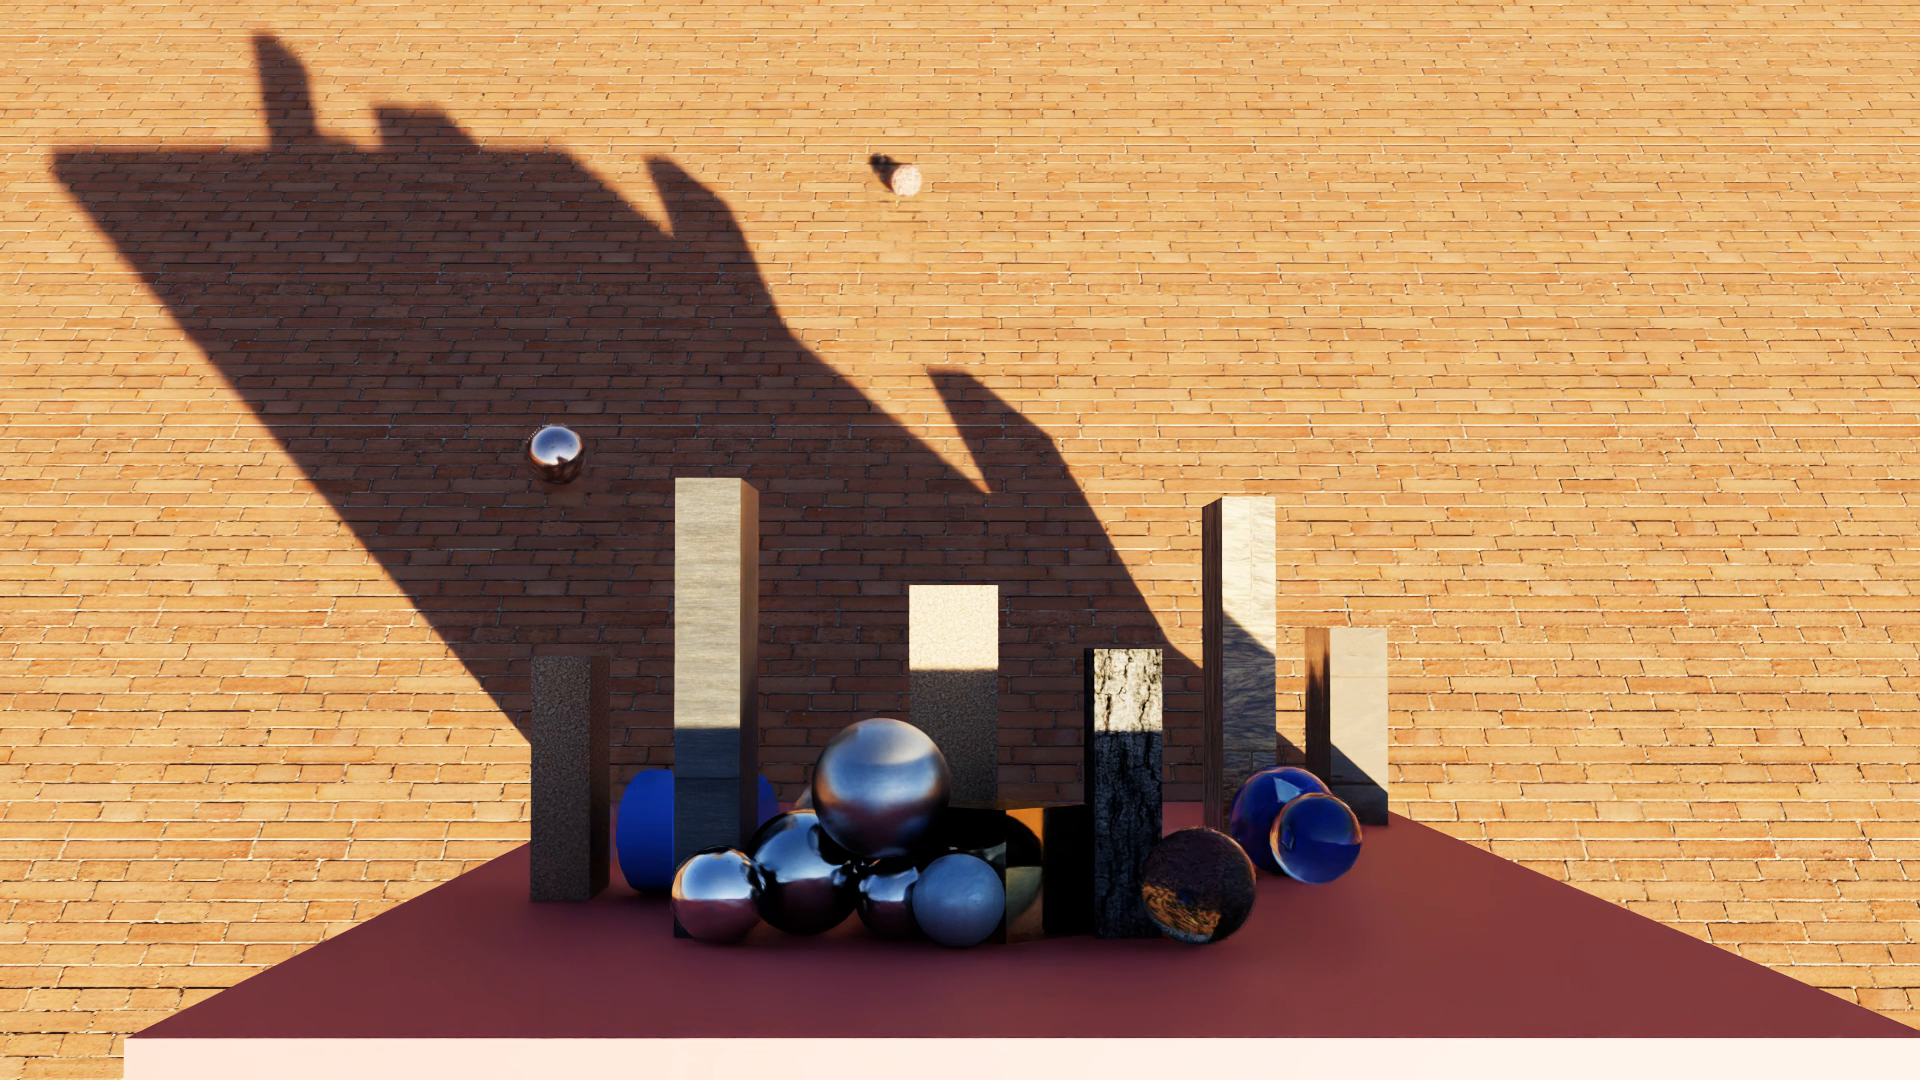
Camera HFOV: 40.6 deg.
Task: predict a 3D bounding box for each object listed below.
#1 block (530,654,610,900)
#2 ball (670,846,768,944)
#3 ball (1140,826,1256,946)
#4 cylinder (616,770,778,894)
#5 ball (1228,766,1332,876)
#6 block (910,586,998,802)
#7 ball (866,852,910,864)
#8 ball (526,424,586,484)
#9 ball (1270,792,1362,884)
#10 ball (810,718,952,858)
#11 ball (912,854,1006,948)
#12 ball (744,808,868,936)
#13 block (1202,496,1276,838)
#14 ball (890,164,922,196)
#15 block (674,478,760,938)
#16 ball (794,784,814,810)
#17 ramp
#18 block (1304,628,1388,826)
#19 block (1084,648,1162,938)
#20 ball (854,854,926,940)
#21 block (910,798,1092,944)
[{"bbox_3d":[-0.669,0.403,4.470,0.099,0.408,0.245,0,-2,0],"label":"block"},{"bbox_3d":[-0.346,0.511,3.741,0.139,0.139,0.139,0,36,0],"label":"ball"},{"bbox_3d":[0.341,0.496,3.730,0.168,0.168,0.168,0,36,0],"label":"ball"},{"bbox_3d":[-0.447,0.502,4.457,0.208,0.208,0.208,-1,34,21],"label":"cylinder"},{"bbox_3d":[0.597,0.518,4.799,0.201,0.201,0.201,0,36,0],"label":"ball"},{"bbox_3d":[-0.010,0.339,4.286,0.138,0.521,0.423,0,-2,0],"label":"block"},{"bbox_3d":[-0.091,0.494,3.977,0.186,0.186,0.186,0,36,0],"label":"ball"},{"bbox_3d":[-1.269,-0.268,8.177,0.187,0.187,0.187,0,36,0],"label":"ball"},{"bbox_3d":[0.632,0.530,4.621,0.162,0.162,0.162,0,36,0],"label":"ball"},{"bbox_3d":[-0.115,0.360,3.770,0.204,0.204,0.204,0,36,0],"label":"ball"},{"bbox_3d":[-0.002,0.513,3.700,0.133,0.133,0.133,0,36,0],"label":"ball"},{"bbox_3d":[-0.230,0.492,3.854,0.186,0.186,0.186,0,36,0],"label":"ball"},{"bbox_3d":[0.576,0.280,5.389,0.105,0.718,0.439,0,-2,0],"label":"block"},{"bbox_3d":[-0.201,-1.347,9.740,0.121,0.121,0.121,0,36,0],"label":"ball"},{"bbox_3d":[-0.372,0.252,3.996,0.096,0.675,0.353,0,-2,0],"label":"block"},{"bbox_3d":[-0.238,0.541,5.051,0.172,0.172,0.172,0,36,0],"label":"ball"},{"bbox_3d":[0.078,0.671,4.862,2.000,0.100,4.000,0,-2,0],"label":"ramp"},{"bbox_3d":[0.929,0.441,6.269,0.133,0.458,0.445,0,-2,0],"label":"block"},{"bbox_3d":[0.247,0.377,3.970,0.099,0.423,0.329,0,-2,0],"label":"block"},{"bbox_3d":[-0.092,0.521,3.791,0.124,0.124,0.124,0,36,0],"label":"ball"},{"bbox_3d":[0.062,0.489,3.864,0.192,0.192,0.192,-2,-3,43],"label":"block"}]
